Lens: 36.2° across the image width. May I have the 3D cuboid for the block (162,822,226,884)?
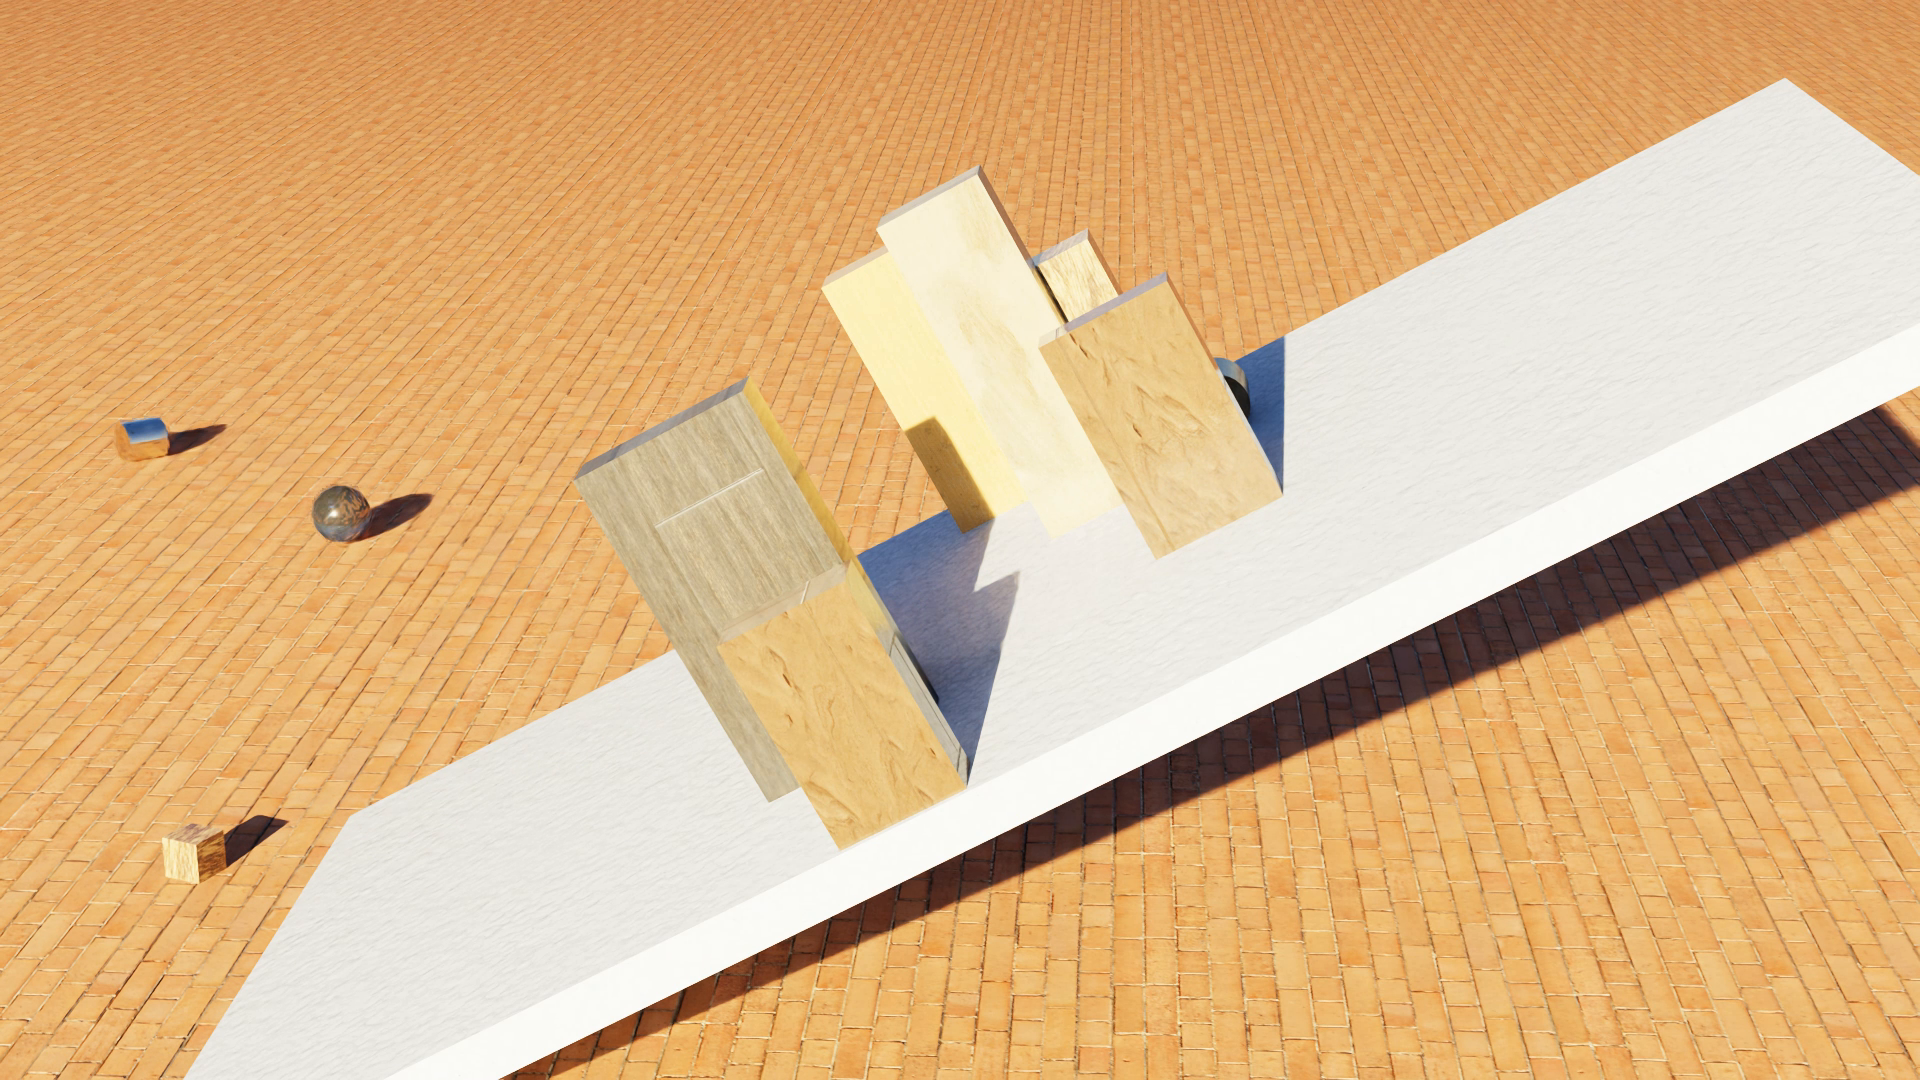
[{"bbox_3d":[-1.942,0.795,7.464,0.107,0.107,0.107,8,20,24],"label":"block"}]

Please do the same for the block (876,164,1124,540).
[{"bbox_3d":[0.124,-0.409,6.467,0.249,0.797,0.121,-27,14,11],"label":"block"}]

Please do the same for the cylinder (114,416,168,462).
[{"bbox_3d":[-3.070,-0.377,11.038,0.149,0.149,0.149,-13,22,-35],"label":"cylinder"}]

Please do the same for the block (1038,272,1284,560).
[{"bbox_3d":[0.407,-0.250,5.952,0.290,0.505,0.092,-27,14,11],"label":"block"}]

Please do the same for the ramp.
[{"bbox_3d":[0.141,0.167,6.282,4.000,0.100,2.000,-27,14,11],"label":"ramp"}]

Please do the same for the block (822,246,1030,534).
[{"bbox_3d":[0.010,-0.401,6.912,0.377,0.676,0.119,-27,14,11],"label":"block"}]

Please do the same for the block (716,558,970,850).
[{"bbox_3d":[-0.209,0.303,5.380,0.266,0.451,0.129,-27,14,11],"label":"block"}]

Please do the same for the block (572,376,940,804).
[{"bbox_3d":[-0.396,0.103,5.806,0.382,0.761,0.120,-27,14,11],"label":"block"}]

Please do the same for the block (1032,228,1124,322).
[{"bbox_3d":[0.263,-0.372,6.585,0.342,0.542,0.122,-27,14,11],"label":"block"}]

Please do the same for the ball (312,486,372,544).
[{"bbox_3d":[-2.116,-0.088,10.059,0.198,0.198,0.198,0,18,0],"label":"ball"}]
